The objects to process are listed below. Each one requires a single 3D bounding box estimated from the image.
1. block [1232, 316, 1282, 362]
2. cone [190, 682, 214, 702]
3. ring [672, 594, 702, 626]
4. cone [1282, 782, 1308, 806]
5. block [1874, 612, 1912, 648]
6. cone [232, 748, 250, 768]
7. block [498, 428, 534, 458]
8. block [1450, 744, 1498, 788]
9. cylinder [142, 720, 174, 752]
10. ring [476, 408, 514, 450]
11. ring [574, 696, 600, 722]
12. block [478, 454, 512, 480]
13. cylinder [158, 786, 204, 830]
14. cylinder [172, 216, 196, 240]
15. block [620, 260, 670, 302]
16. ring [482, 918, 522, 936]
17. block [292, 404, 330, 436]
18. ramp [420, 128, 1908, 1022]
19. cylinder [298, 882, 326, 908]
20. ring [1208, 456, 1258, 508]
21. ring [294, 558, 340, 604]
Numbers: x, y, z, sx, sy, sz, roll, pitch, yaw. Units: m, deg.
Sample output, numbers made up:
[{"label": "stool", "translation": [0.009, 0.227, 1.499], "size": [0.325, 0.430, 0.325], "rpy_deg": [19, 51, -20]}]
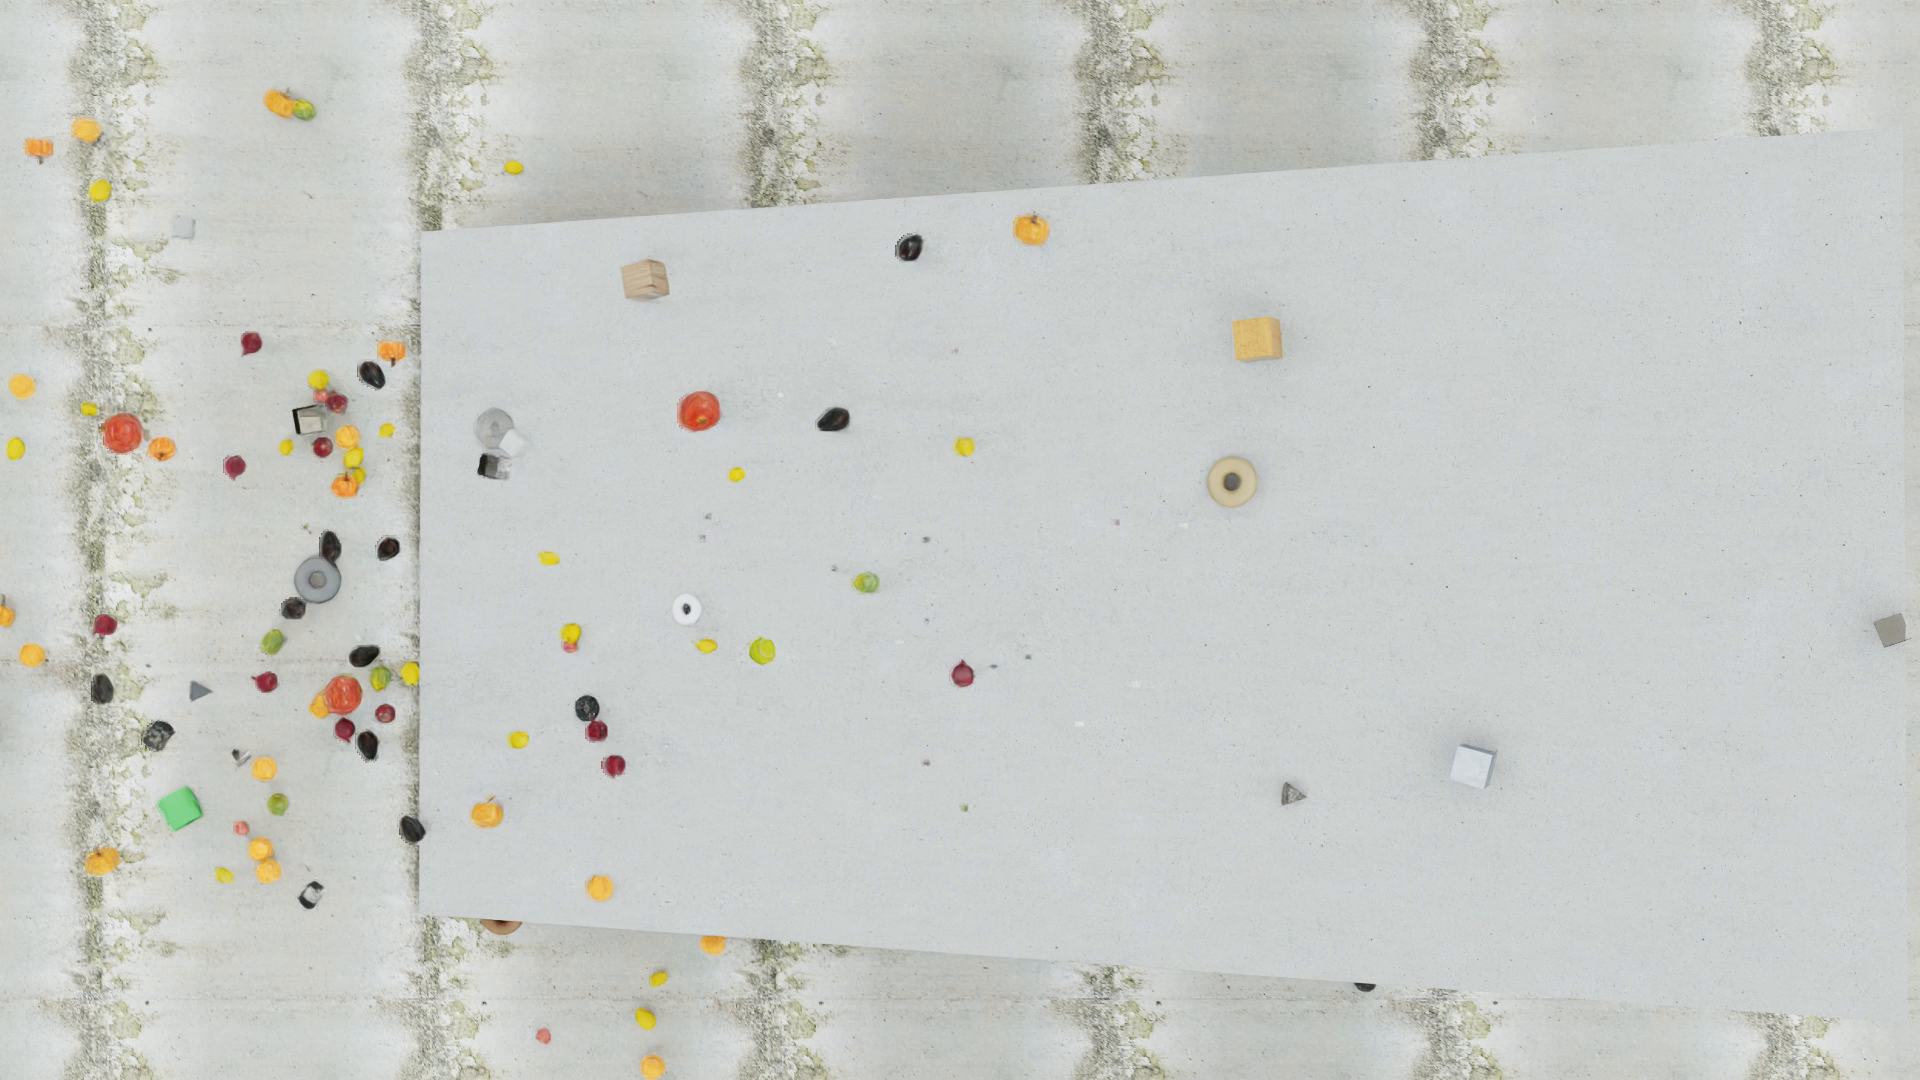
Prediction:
[{"label": "block", "translation": [0.736, -0.495, 5.437], "size": [0.095, 0.095, 0.095], "rpy_deg": [-6, 87, 22]}, {"label": "cone", "translation": [-2.245, 0.449, 6.520], "size": [0.064, 0.064, 0.064], "rpy_deg": [2, 89, -27]}, {"label": "ring", "translation": [-0.756, 0.193, 6.085], "size": [0.089, 0.030, 0.089], "rpy_deg": [-1, 87, 23]}, {"label": "cone", "translation": [0.829, 0.630, 5.422], "size": [0.059, 0.059, 0.059], "rpy_deg": [9, 89, -4]}, {"label": "block", "translation": [2.074, 0.200, 4.890], "size": [0.061, 0.061, 0.061], "rpy_deg": [-23, 81, 21]}, {"label": "cone", "translation": [-2.135, 0.657, 6.519], "size": [0.055, 0.055, 0.055], "rpy_deg": [22, 116, 0]}, {"label": "block", "translation": [-1.267, -0.275, 6.288], "size": [0.059, 0.059, 0.059], "rpy_deg": [41, 104, 18]}, {"label": "block", "translation": [1.221, 0.537, 5.229], "size": [0.083, 0.083, 0.083], "rpy_deg": [15, 95, 22]}, {"label": "cylinder", "translation": [-2.367, 0.578, 6.496], "size": [0.065, 0.065, 0.065], "rpy_deg": [38, 98, 0]}, {"label": "ring", "translation": [-1.338, -0.320, 6.328], "size": [0.123, 0.041, 0.123], "rpy_deg": [0, 90, 22]}, {"label": "ring", "translation": [-1.053, 0.476, 6.208], "size": [0.077, 0.026, 0.077], "rpy_deg": [-1, 88, 24]}, {"label": "block", "translation": [-1.336, -0.210, 6.313], "size": [0.064, 0.064, 0.064], "rpy_deg": [14, 95, 22]}, {"label": "cylinder", "translation": [-2.297, 0.791, 6.481], "size": [0.098, 0.098, 0.098], "rpy_deg": [-30, 89, 0]}, {"label": "cylinder", "translation": [-2.303, -0.925, 6.523], "size": [0.057, 0.057, 0.057], "rpy_deg": [8, 89, 0]}, {"label": "block", "translation": [-0.875, -0.720, 6.113], "size": [0.090, 0.090, 0.090], "rpy_deg": [-12, 85, 22]}, {"label": "ring", "translation": [-1.353, 1.103, 6.505], "size": [0.131, 0.044, 0.131], "rpy_deg": [0, 88, 0]}, {"label": "block", "translation": [-1.921, -0.354, 6.506], "size": [0.076, 0.076, 0.076], "rpy_deg": [-11, 89, 0]}, {"label": "ramp", "translation": [0.283, 0.086, 5.724], "size": [4.000, 0.100, 2.000], "rpy_deg": [0, 89, 23]}, {"label": "cylinder", "translation": [-1.912, 1.048, 6.487], "size": [0.057, 0.057, 0.057], "rpy_deg": [6, 119, 10]}, {"label": "ring", "translation": [0.679, -0.145, 5.485], "size": [0.130, 0.043, 0.130], "rpy_deg": [-1, 88, 24]}, {"label": "ring", "translation": [-1.903, 0.119, 6.516], "size": [0.139, 0.046, 0.139], "rpy_deg": [0, 88, 1]}]
